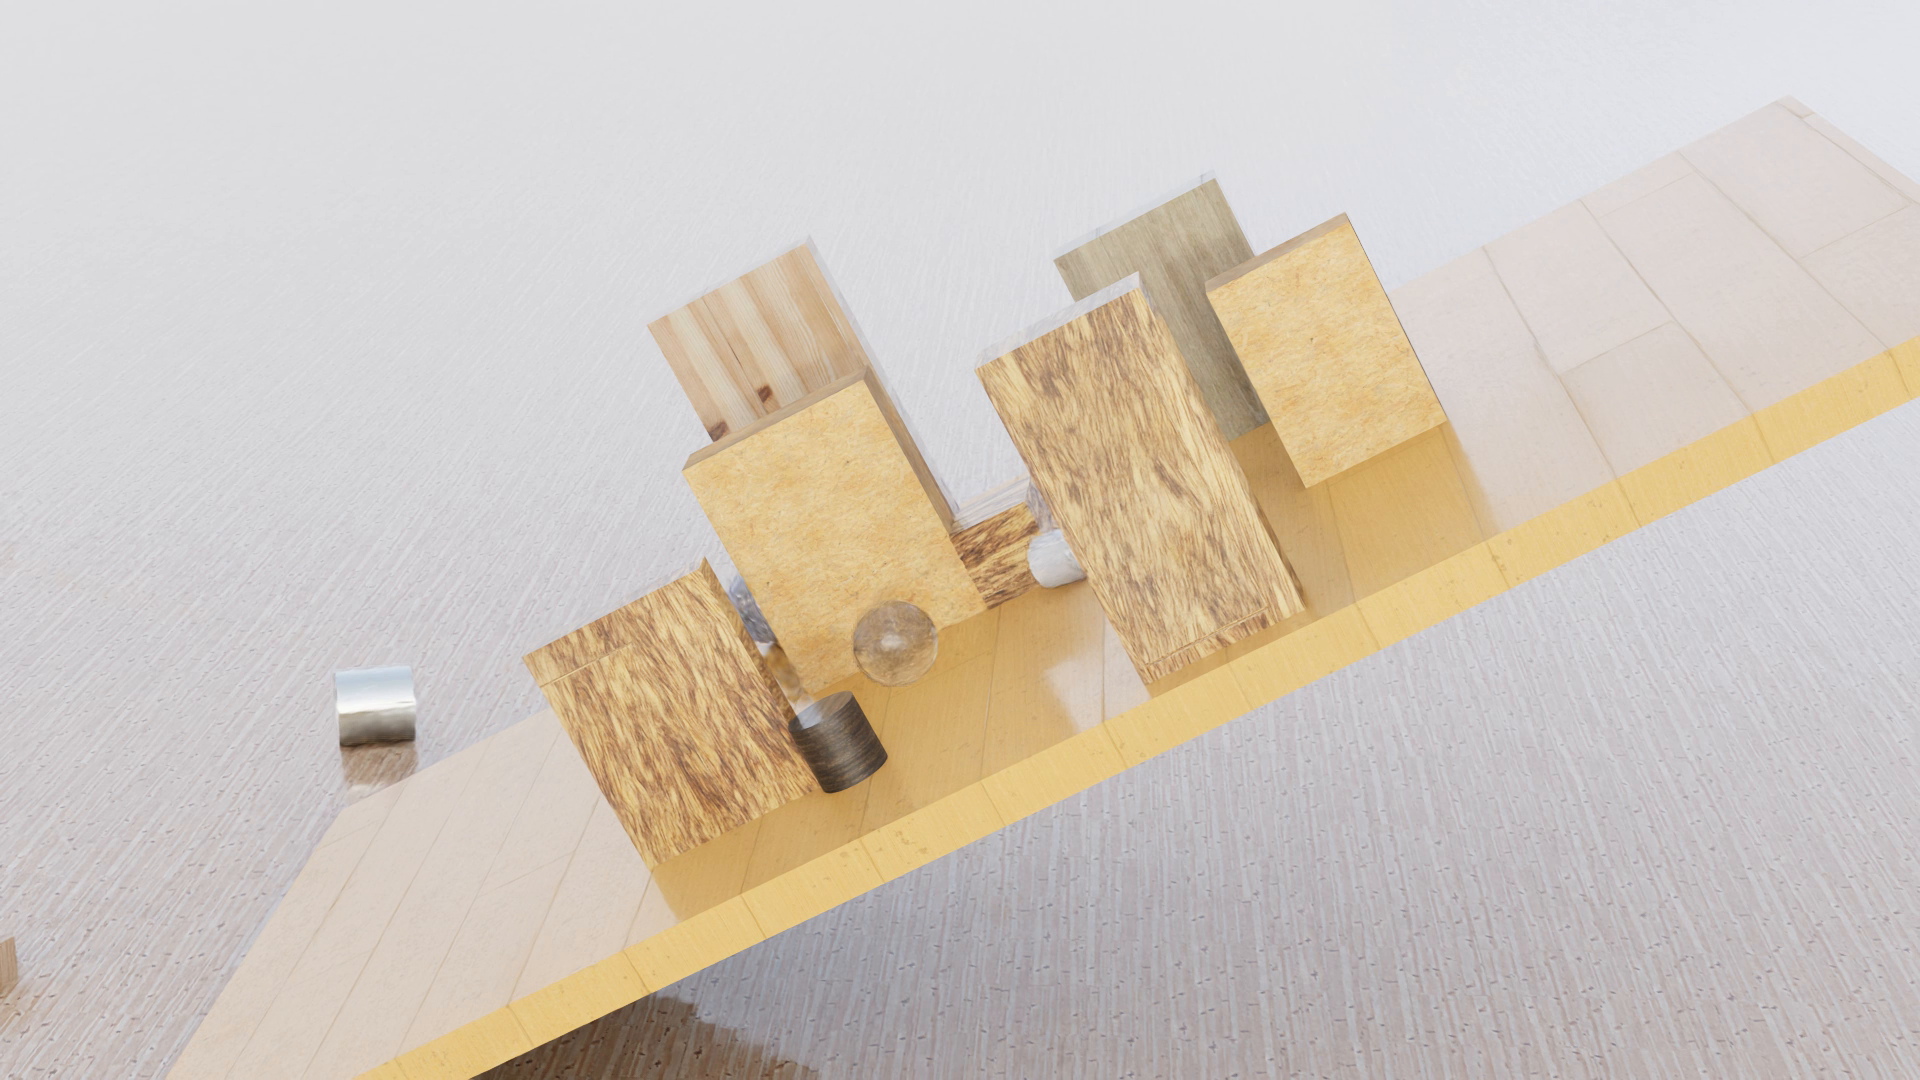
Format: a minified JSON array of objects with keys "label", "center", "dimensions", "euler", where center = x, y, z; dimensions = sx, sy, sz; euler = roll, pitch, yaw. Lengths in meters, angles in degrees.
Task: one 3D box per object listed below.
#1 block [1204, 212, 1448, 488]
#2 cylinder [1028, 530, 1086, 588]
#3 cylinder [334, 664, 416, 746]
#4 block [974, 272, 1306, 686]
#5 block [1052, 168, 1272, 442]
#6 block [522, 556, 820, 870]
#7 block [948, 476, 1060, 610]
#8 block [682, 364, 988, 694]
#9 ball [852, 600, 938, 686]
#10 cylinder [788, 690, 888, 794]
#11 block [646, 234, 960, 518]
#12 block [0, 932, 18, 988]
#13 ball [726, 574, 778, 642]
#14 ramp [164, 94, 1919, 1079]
[{"label":"block","center":[0.735,-0.381,5.913],"dimensions":[0.314,0.452,0.111],"euler":[-26,14,11]},{"label":"cylinder","center":[0.222,0.033,6.154],"dimensions":[0.114,0.114,0.114],"euler":[-17,3,39]},{"label":"cylinder","center":[-1.648,0.465,8.278],"dimensions":[0.209,0.209,0.209],"euler":[-5,18,-15]},{"label":"block","center":[0.327,-0.108,5.298],"dimensions":[0.326,0.664,0.134],"euler":[-26,14,11]},{"label":"block","center":[0.509,-0.484,6.530],"dimensions":[0.396,0.545,0.112],"euler":[-26,14,11]},{"label":"block","center":[-0.557,0.342,5.770],"dimensions":[0.398,0.500,0.083],"euler":[-26,14,11]},{"label":"block","center":[0.108,0.005,6.333],"dimensions":[0.182,0.182,0.182],"euler":[-25,14,13]},{"label":"block","center":[-0.261,-0.020,6.338],"dimensions":[0.441,0.567,0.136],"euler":[-26,14,11]},{"label":"ball","center":[-0.133,0.212,6.075],"dimensions":[0.178,0.178,0.178],"euler":[0,17,0]},{"label":"cylinder","center":[-0.238,0.392,5.712],"dimensions":[0.144,0.144,0.144],"euler":[-27,14,7]},{"label":"block","center":[-0.356,-0.271,6.953],"dimensions":[0.423,0.790,0.103],"euler":[-26,14,11]},{"label":"block","center":[-2.263,0.976,6.807],"dimensions":[0.107,0.107,0.107],"euler":[8,19,23]},{"label":"ball","center":[-0.462,0.150,6.928],"dimensions":[0.185,0.185,0.185],"euler":[0,17,0]},{"label":"ramp","center":[0.141,0.167,6.281],"dimensions":[4.000,0.100,2.000],"euler":[-26,14,11]}]
